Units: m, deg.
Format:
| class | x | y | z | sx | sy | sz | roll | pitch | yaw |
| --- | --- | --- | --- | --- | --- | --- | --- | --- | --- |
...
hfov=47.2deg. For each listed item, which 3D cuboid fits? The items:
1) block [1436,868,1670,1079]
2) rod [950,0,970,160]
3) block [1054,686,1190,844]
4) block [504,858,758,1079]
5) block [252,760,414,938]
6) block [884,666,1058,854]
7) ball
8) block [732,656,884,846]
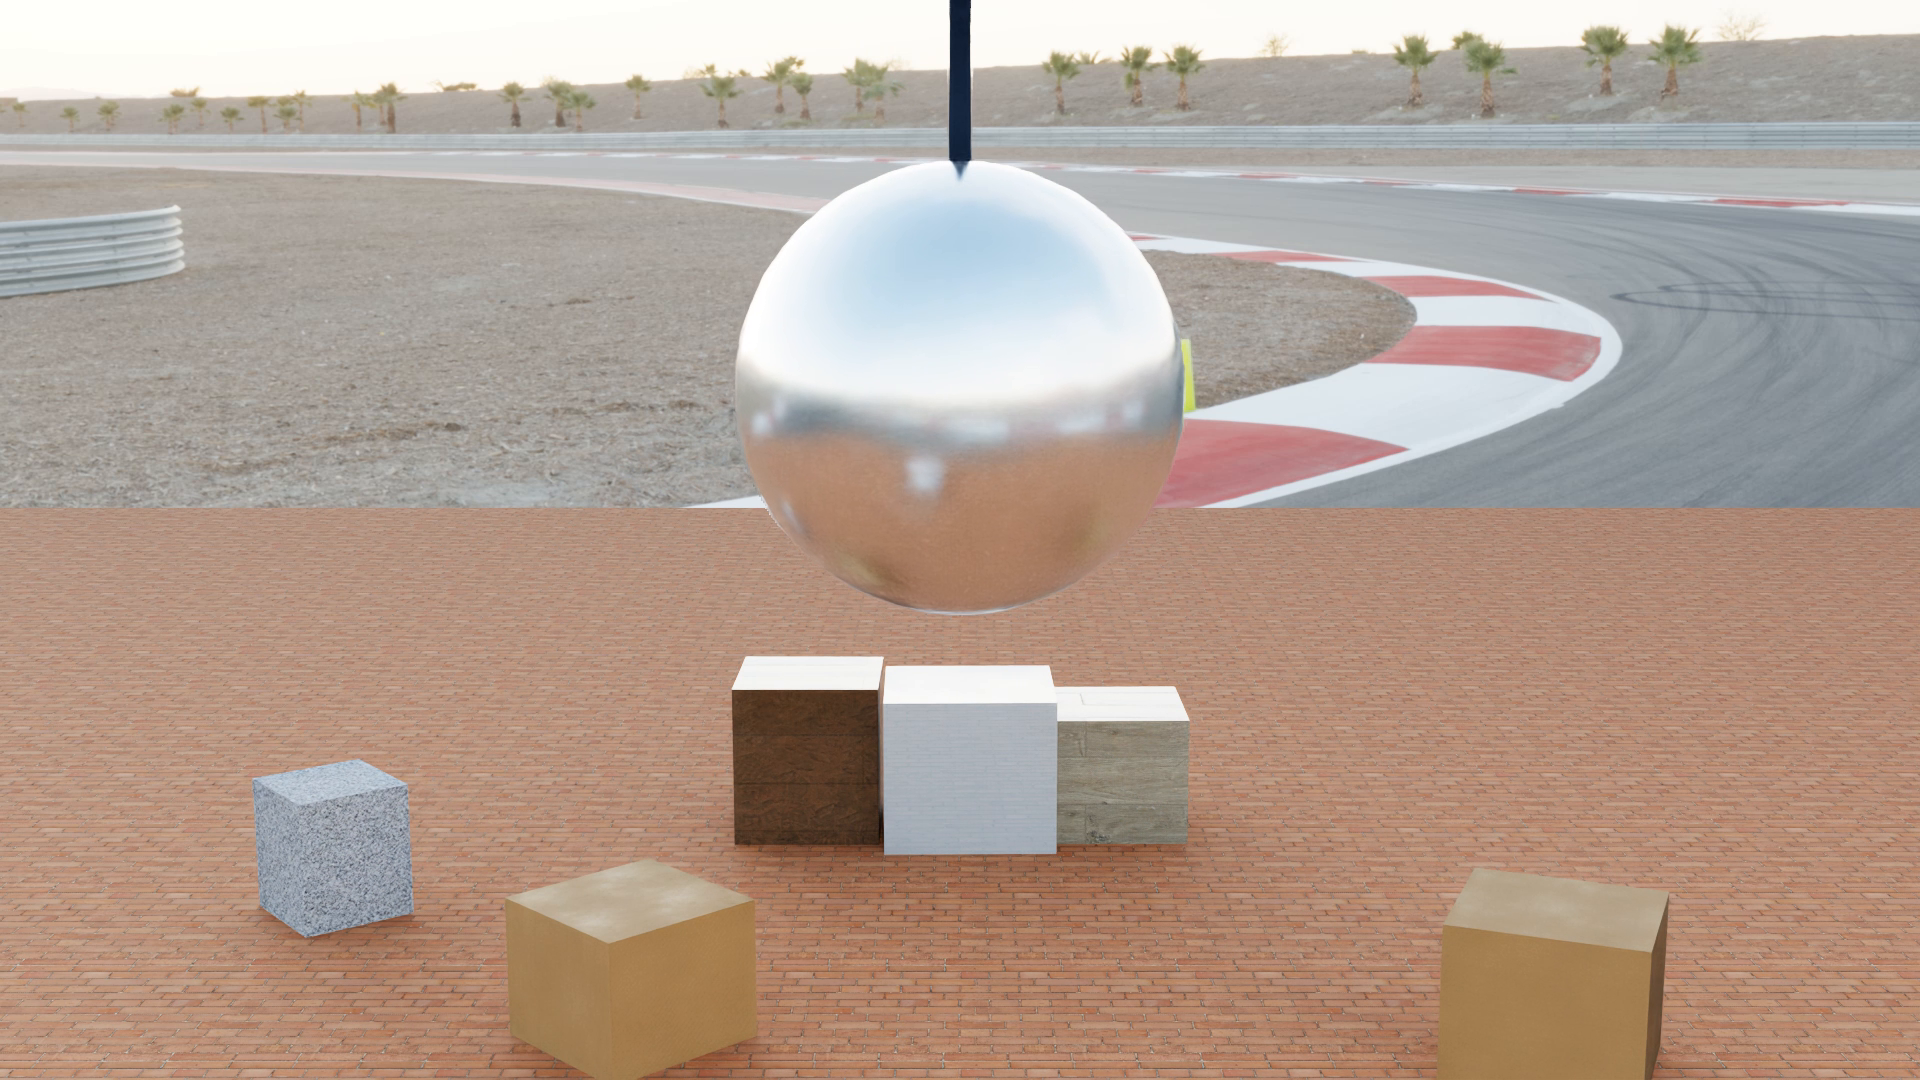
| class | x | y | z | sx | sy | sz | roll | pitch | yaw |
| --- | --- | --- | --- | --- | --- | --- | --- | --- | --- |
| block | 2.274 | 1.707 | 8.411 | 0.746 | 0.631 | 0.704 | 4 | 11 | 22 |
| rod | 0.000 | -3.685 | 9.092 | 0.080 | 5.200 | 0.080 | 0 | -22 | 0 |
| block | 0.812 | 1.159 | 11.399 | 0.668 | 0.642 | 0.693 | 0 | 10 | -1 |
| block | -1.298 | 1.688 | 8.692 | 0.694 | 0.568 | 0.701 | -10 | 14 | -43 |
| block | -2.883 | 1.406 | 10.114 | 0.516 | 0.614 | 0.536 | -8 | 13 | -38 |
| block | 0.046 | 1.114 | 11.268 | 0.857 | 0.776 | 0.774 | 0 | 10 | -1 |
| ball | 0.000 | -0.536 | 7.809 | 1.600 | 1.600 | 1.600 | 0 | 10 | 0 |
| block | -0.771 | 1.079 | 11.371 | 0.728 | 0.808 | 0.702 | 0 | 10 | 0 |
